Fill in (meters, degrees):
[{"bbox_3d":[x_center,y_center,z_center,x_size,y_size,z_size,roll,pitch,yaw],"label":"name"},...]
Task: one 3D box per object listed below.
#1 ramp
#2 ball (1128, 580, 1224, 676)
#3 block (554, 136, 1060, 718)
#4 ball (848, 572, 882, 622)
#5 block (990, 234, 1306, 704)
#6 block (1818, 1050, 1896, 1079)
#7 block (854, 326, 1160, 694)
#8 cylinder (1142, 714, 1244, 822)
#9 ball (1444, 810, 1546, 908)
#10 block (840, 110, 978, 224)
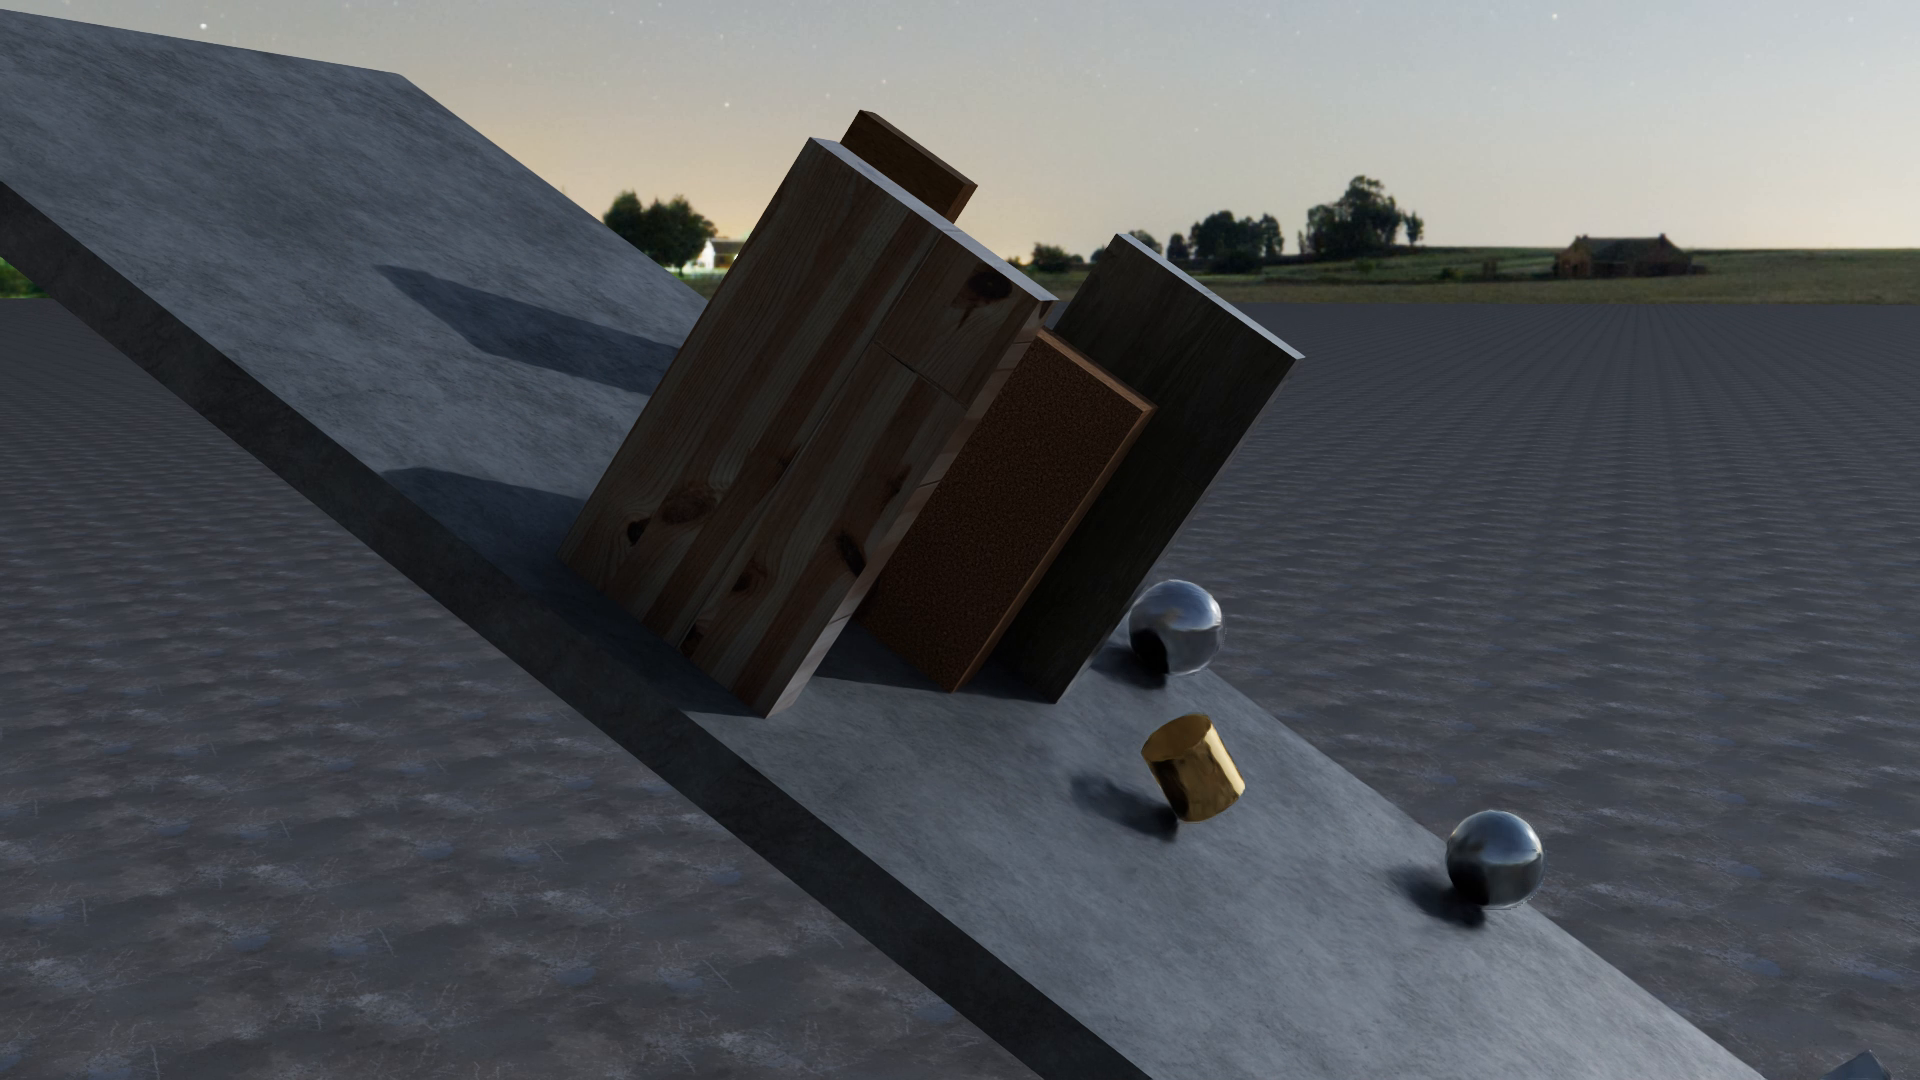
[{"bbox_3d":[-0.108,0.187,4.090,4.000,0.100,2.000,37,15,10],"label":"ramp"},{"bbox_3d":[0.459,0.187,4.672,0.204,0.204,0.204,0,7,0],"label":"ball"},{"bbox_3d":[-0.237,-0.162,3.272,0.415,0.751,0.112,37,15,10],"label":"block"},{"bbox_3d":[-0.231,0.047,3.694,0.200,0.200,0.200,0,7,0],"label":"ball"},{"bbox_3d":[0.246,-0.130,4.098,0.399,0.784,0.114,37,15,10],"label":"block"},{"bbox_3d":[1.869,1.176,4.519,0.148,0.148,0.148,-37,31,16],"label":"block"},{"bbox_3d":[-0.007,-0.108,3.857,0.433,0.603,0.128,37,15,10],"label":"block"},{"bbox_3d":[0.418,0.408,3.938,0.138,0.138,0.138,-27,20,10],"label":"cylinder"},{"bbox_3d":[1.107,0.660,4.553,0.202,0.202,0.202,0,7,0],"label":"ball"},{"bbox_3d":[-0.256,-0.563,4.674,0.277,0.638,0.094,37,15,10],"label":"block"}]
